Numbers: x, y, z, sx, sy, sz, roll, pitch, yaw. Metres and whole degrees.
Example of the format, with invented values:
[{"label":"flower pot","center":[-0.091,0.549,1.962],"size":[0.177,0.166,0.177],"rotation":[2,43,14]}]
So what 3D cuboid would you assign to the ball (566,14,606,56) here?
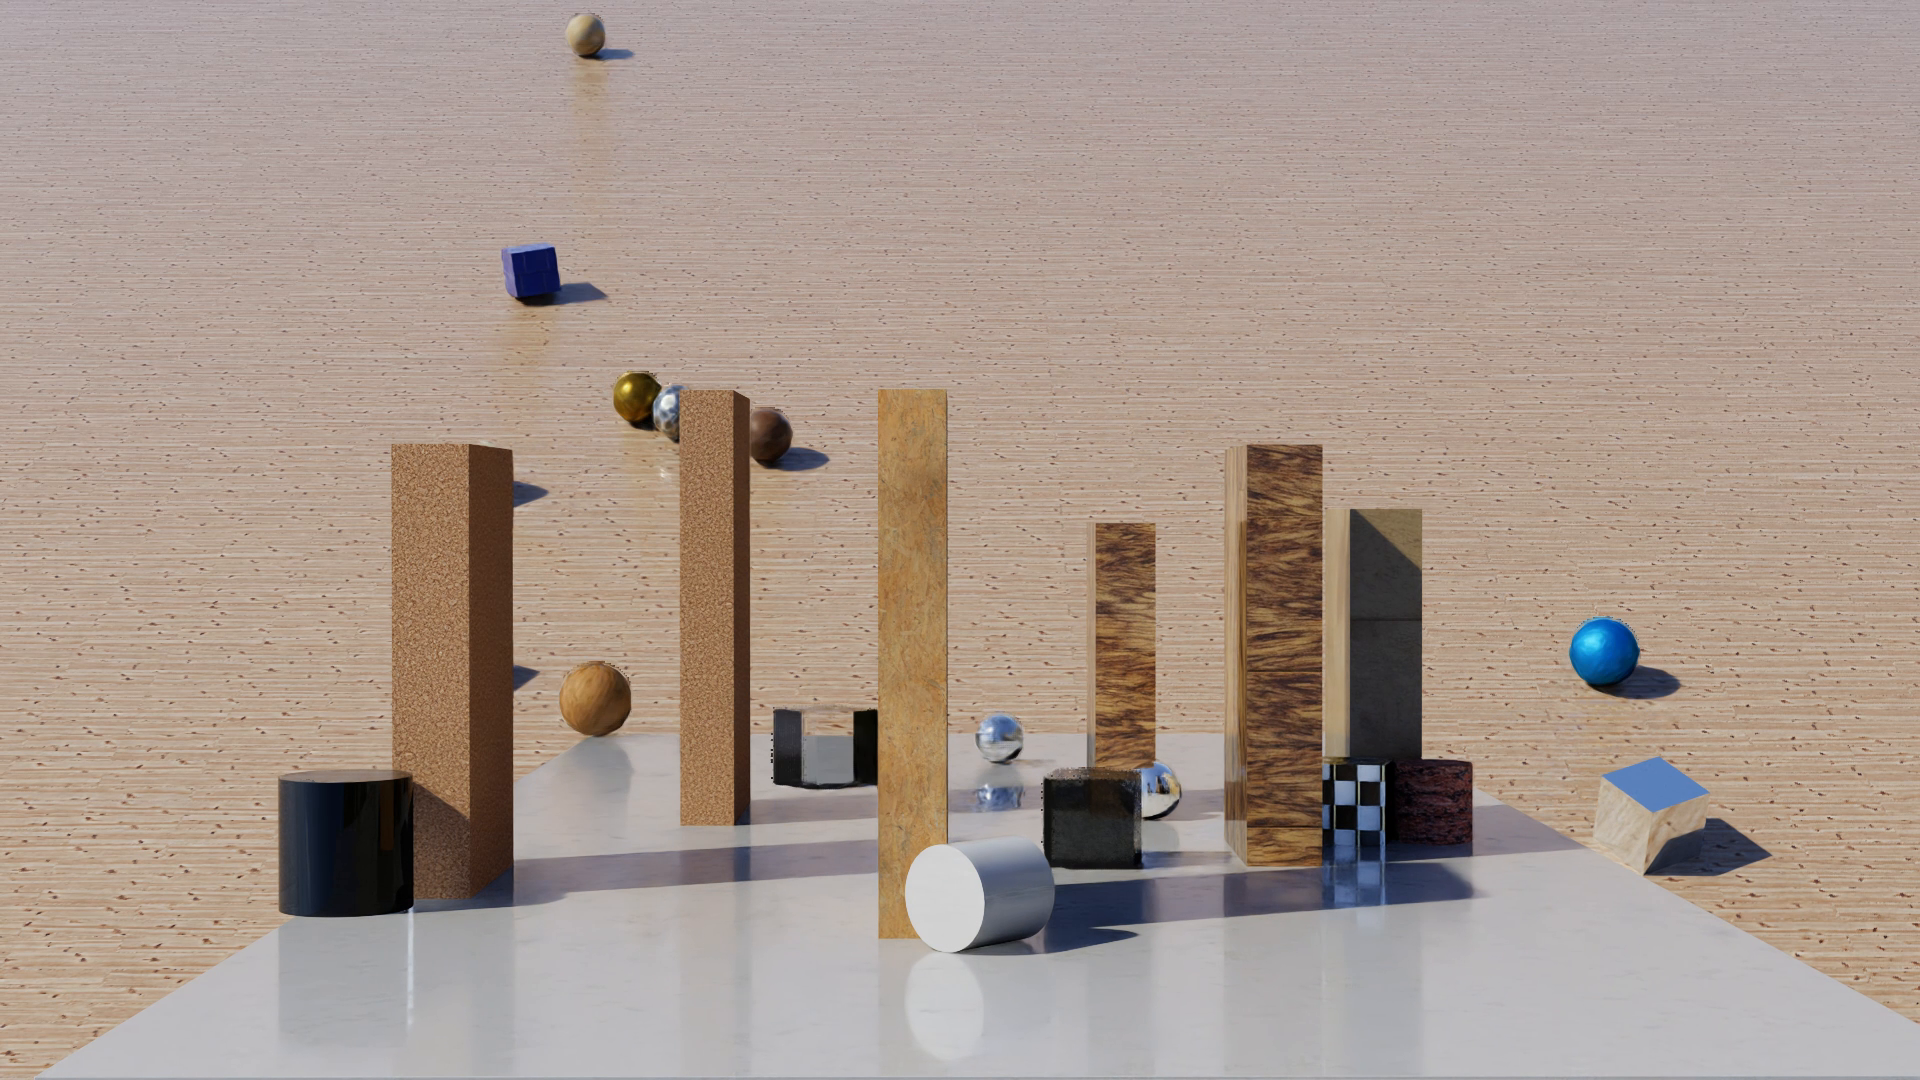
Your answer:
[{"label":"ball","center":[-1.719,-2.324,11.883],"size":[0.185,0.185,0.185],"rotation":[0,28,0]}]

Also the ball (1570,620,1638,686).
[{"label":"ball","center":[1.737,0.304,6.964],"size":[0.181,0.181,0.181],"rotation":[0,28,0]}]

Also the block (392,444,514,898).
[{"label":"block","center":[-0.779,0.191,3.988],"size":[0.114,0.670,0.375],"rotation":[0,1,0]}]

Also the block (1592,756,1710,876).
[{"label":"block","center":[1.679,0.669,6.280],"size":[0.182,0.182,0.182],"rotation":[-14,31,-25]}]

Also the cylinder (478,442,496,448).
[{"label":"cylinder","center":[-1.500,-0.204,7.939],"size":[0.159,0.159,0.159],"rotation":[-25,37,-38]}]

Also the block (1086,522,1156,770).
[{"label":"block","center":[0.310,0.240,5.000],"size":[0.112,0.547,0.333],"rotation":[0,1,0]}]

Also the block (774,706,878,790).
[{"label":"block","center":[-0.277,0.431,5.385],"size":[0.158,0.158,0.158],"rotation":[-1,1,-39]}]

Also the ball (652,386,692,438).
[{"label":"ball","center":[-0.908,-0.413,8.318],"size":[0.170,0.170,0.170],"rotation":[0,28,0]}]

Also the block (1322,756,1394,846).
[{"label":"block","center":[0.675,0.451,4.472],"size":[0.138,0.138,0.138],"rotation":[0,1,16]}]

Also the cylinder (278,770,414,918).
[{"label":"cylinder","center":[-0.885,0.434,3.723],"size":[0.190,0.190,0.190],"rotation":[0,1,0]}]

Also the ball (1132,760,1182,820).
[{"label":"ball","center":[0.356,0.463,4.782],"size":[0.107,0.107,0.107],"rotation":[0,28,0]}]

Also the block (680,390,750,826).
[{"label":"block","center":[-0.459,0.121,4.867],"size":[0.097,0.789,0.373],"rotation":[0,1,0]}]

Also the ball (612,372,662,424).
[{"label":"ball","center":[-1.048,-0.462,8.417],"size":[0.165,0.165,0.165],"rotation":[0,28,0]}]

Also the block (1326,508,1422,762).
[{"label":"block","center":[0.748,0.230,4.690],"size":[0.127,0.574,0.303],"rotation":[0,1,0]}]

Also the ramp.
[{"label":"ramp","center":[0.063,0.569,4.609],"size":[2.000,0.100,4.000],"rotation":[0,1,0]}]

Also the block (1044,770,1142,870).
[{"label":"block","center":[0.216,0.452,4.189],"size":[0.143,0.143,0.143],"rotation":[0,1,10]}]

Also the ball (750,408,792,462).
[{"label":"ball","center":[-0.613,-0.331,8.168],"size":[0.167,0.167,0.167],"rotation":[0,28,0]}]

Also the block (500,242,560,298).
[{"label":"block","center":[-1.554,-0.978,9.351],"size":[0.161,0.161,0.161],"rotation":[-12,17,-21]}]

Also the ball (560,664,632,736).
[{"label":"ball","center":[-0.922,0.405,6.543],"size":[0.184,0.184,0.184],"rotation":[0,28,0]}]

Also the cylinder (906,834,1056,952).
[{"label":"cylinder","center":[0.026,0.463,3.391],"size":[0.139,0.139,0.139],"rotation":[26,17,39]}]

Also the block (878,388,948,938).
[{"label":"block","center":[-0.064,0.163,3.631],"size":[0.091,0.733,0.376],"rotation":[0,1,0]}]

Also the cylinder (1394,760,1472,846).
[{"label":"cylinder","center":[0.819,0.453,4.475],"size":[0.134,0.134,0.134],"rotation":[0,1,0]}]

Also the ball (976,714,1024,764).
[{"label":"ball","center":[0.091,0.449,5.842],"size":[0.111,0.111,0.111],"rotation":[0,28,0]}]

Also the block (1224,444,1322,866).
[{"label":"block","center":[0.520,0.183,4.313],"size":[0.121,0.677,0.349],"rotation":[0,1,0]}]
